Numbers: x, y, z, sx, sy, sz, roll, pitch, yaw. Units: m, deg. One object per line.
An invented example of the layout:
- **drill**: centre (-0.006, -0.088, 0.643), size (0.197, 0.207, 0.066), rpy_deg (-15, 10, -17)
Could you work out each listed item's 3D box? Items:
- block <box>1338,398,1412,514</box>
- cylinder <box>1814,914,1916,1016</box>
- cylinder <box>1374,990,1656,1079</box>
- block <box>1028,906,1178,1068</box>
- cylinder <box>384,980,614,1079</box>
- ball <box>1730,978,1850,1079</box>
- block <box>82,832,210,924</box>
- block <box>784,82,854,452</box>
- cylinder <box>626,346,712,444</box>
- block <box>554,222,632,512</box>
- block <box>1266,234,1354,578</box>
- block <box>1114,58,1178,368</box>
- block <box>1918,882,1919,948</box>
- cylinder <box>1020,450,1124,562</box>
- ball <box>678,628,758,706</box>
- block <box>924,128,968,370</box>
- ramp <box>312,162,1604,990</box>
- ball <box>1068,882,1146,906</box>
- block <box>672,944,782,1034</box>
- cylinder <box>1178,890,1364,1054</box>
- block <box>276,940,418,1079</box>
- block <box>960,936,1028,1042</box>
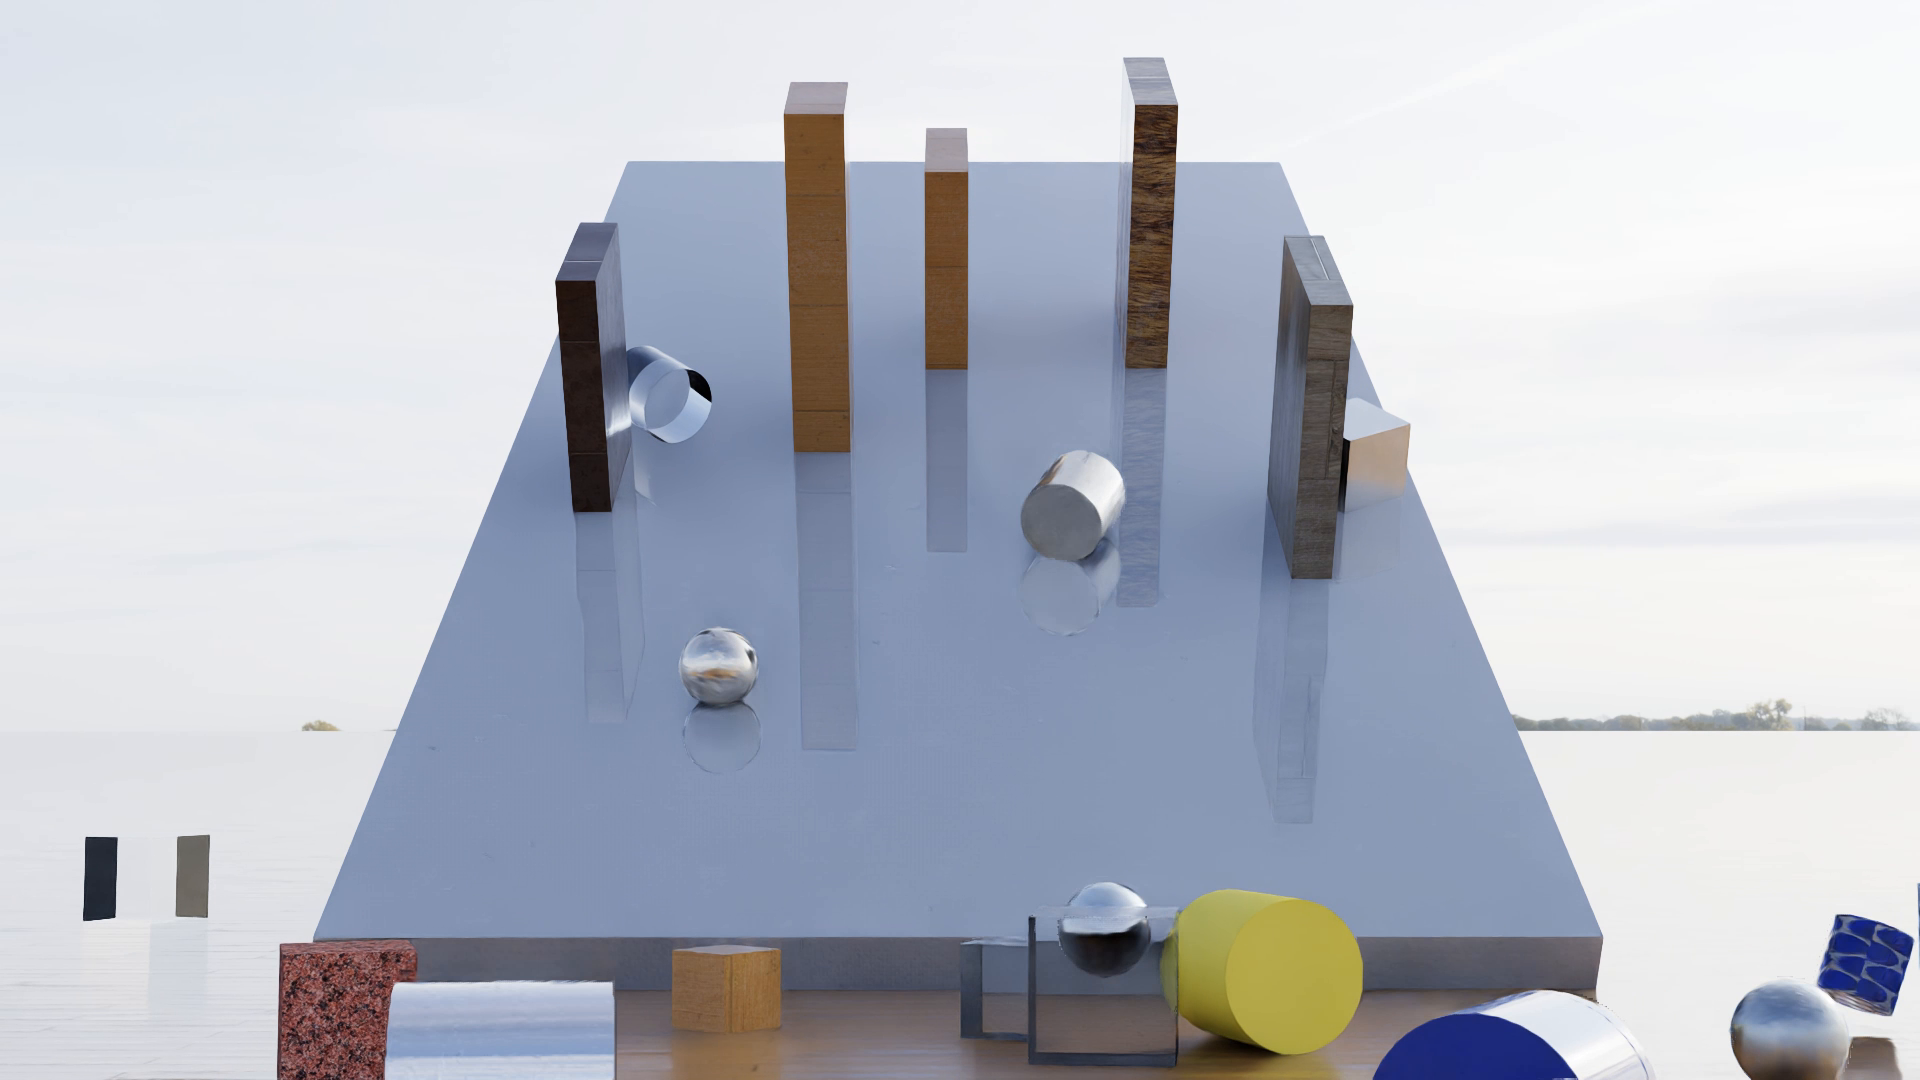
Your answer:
- **block**: centre (0.842, -0.183, 5.082), size (0.170, 0.170, 0.170), rpy_deg (-16, 31, -29)
- **cylinder**: centre (1.244, 0.585, 3.250), size (0.107, 0.107, 0.107), rpy_deg (21, -12, 5)
- **cylinder**: centre (0.454, 0.472, 1.928), size (0.188, 0.188, 0.188), rpy_deg (-3, -5, 31)
- **block**: centre (0.183, 0.558, 2.968), size (0.179, 0.179, 0.179), rpy_deg (-1, -5, 6)
- **cylinder**: centre (-0.400, 0.482, 2.069), size (0.189, 0.189, 0.189), rpy_deg (1, -5, -9)
- **ball**: centre (0.932, 0.559, 2.654), size (0.128, 0.128, 0.128), rpy_deg (0, -4, 0)
- **block**: centre (-1.733, 0.720, 5.035), size (0.179, 0.179, 0.179), rpy_deg (-2, -5, 22)
- **block**: centre (-0.308, -0.601, 5.235), size (0.127, 0.777, 0.251), rpy_deg (0, 26, 0)
- **cylinder**: centre (-0.686, -0.332, 5.367), size (0.176, 0.176, 0.176), rpy_deg (4, 18, -41)
- **block**: centre (-0.781, -0.373, 5.062), size (0.082, 0.520, 0.365), rpy_deg (0, 26, 0)
- **block**: centre (0.706, -0.274, 4.797), size (0.081, 0.585, 0.405), rpy_deg (0, 26, 0)
- **block**: centre (0.453, -0.805, 5.787), size (0.101, 0.655, 0.422), rpy_deg (0, 26, 0)
- **block**: centre (1.462, 0.577, 3.310), size (0.194, 0.194, 0.194), rpy_deg (-3, -5, 29)
- **cylinder**: centre (0.231, -0.070, 4.848), size (0.173, 0.173, 0.173), rpy_deg (-2, 24, 22)
- **ball**: centre (-0.436, 0.229, 4.272), size (0.144, 0.144, 0.144), rpy_deg (0, -4, 0)
- **block**: centre (-0.033, -0.717, 5.785), size (0.103, 0.497, 0.361), rpy_deg (0, 26, 0)
- **ramp**: centre (-0.010, -0.228, 5.472), size (2.000, 0.100, 4.000), rpy_deg (0, 26, 0)
- **ball**: centre (0.195, 0.515, 3.142), size (0.120, 0.120, 0.120), rpy_deg (0, -4, 0)
- **block**: centre (-0.321, 0.616, 3.248), size (0.105, 0.105, 0.105), rpy_deg (-4, -6, 41)
- **cylinder**: centre (0.391, 0.558, 3.070), size (0.194, 0.194, 0.194), rpy_deg (2, -5, -19)
- **block**: centre (-0.729, 0.559, 2.802), size (0.150, 0.150, 0.150), rpy_deg (1, -5, -18)
- **block**: centre (0.081, 0.601, 3.168), size (0.124, 0.124, 0.124), rpy_deg (-2, -5, 24)
